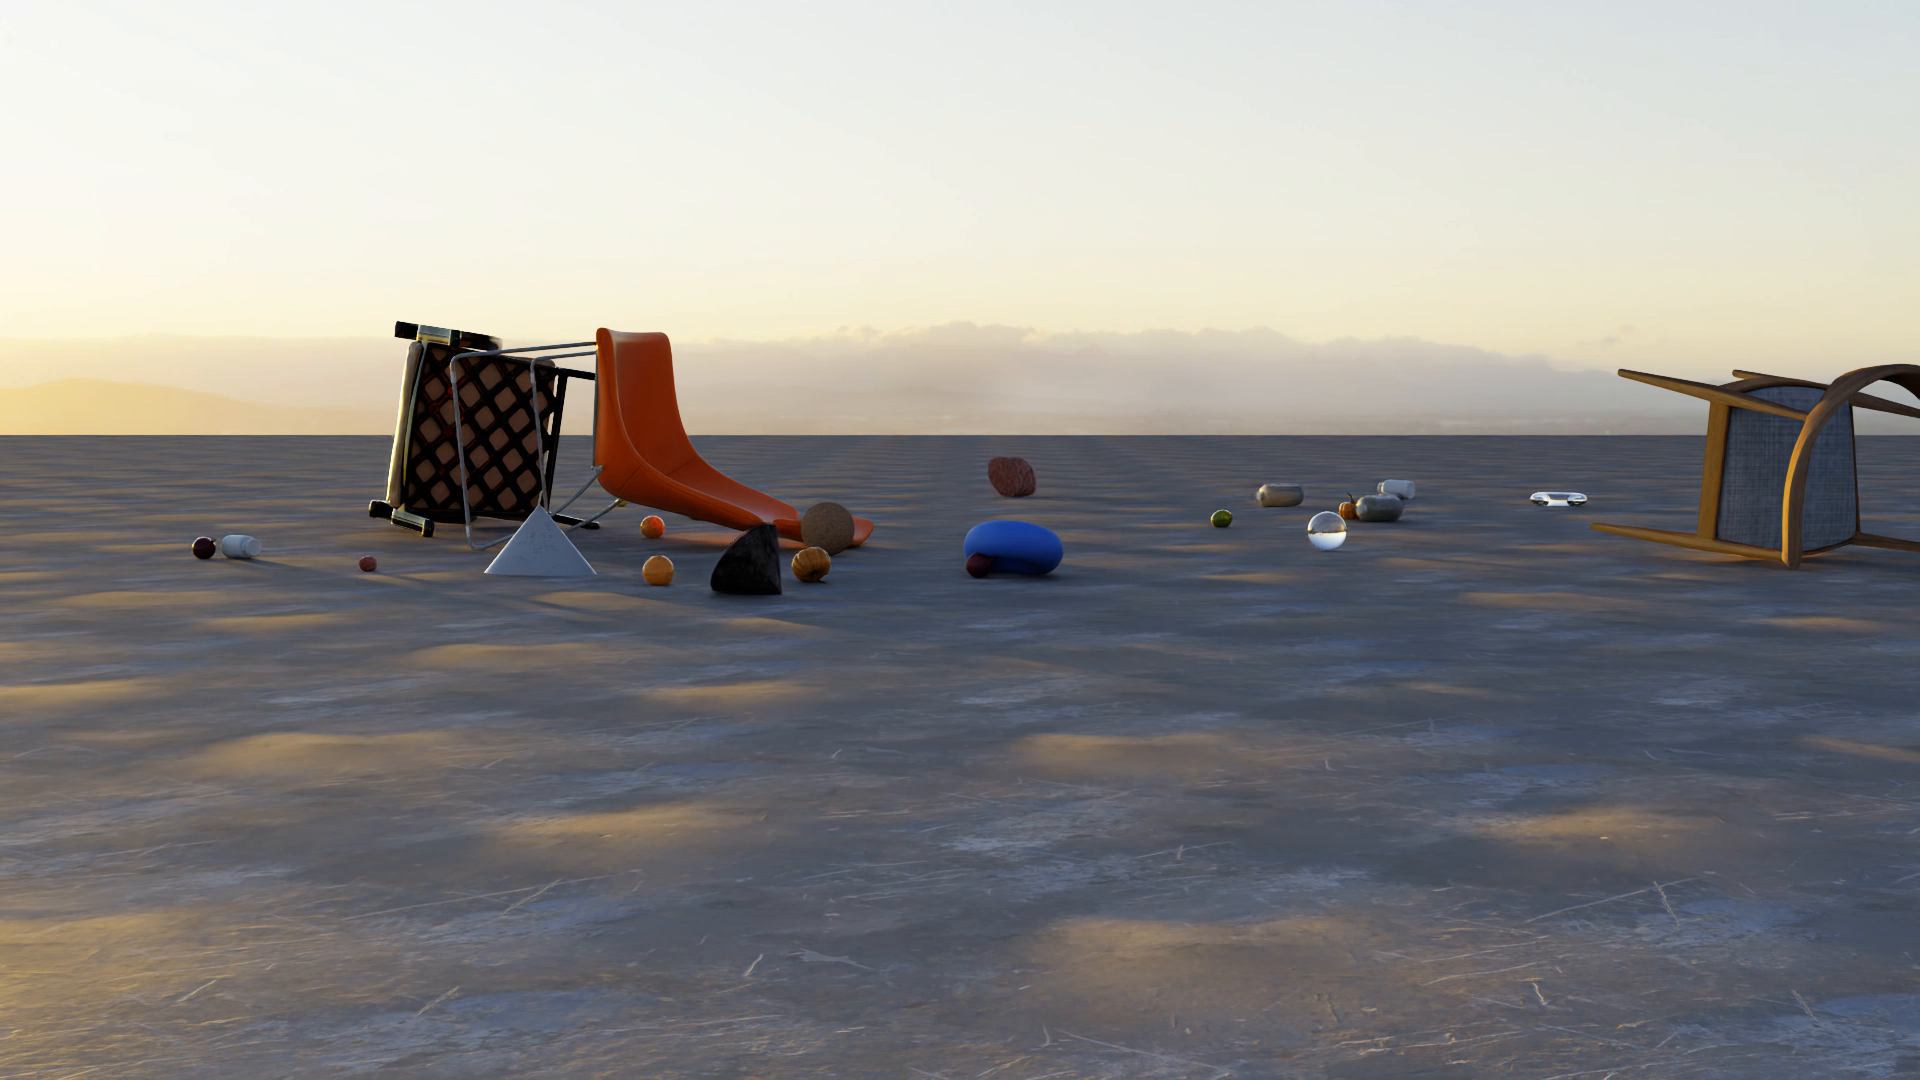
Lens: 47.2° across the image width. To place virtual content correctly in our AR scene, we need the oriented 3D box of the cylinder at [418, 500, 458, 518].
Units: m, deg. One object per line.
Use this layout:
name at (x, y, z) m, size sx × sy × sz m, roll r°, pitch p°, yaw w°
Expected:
cylinder at (-1.834, -0.110, 7.720) m, size 0.130 × 0.058 × 0.113 m, roll -3°, pitch 5°, yaw -15°

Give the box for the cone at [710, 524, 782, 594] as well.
cone at (-0.432, 0.080, 4.819) m, size 0.121 × 0.194 × 0.232 m, roll 43°, pitch -4°, yaw 15°

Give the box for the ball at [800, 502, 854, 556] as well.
ball at (-0.355, -0.030, 5.915) m, size 0.146 × 0.146 × 0.146 m, roll 0°, pitch 4°, yaw 0°

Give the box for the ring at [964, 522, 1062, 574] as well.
ring at (0.128, 0.021, 5.301) m, size 0.225 × 0.090 × 0.297 m, roll 17°, pitch -15°, yaw -24°

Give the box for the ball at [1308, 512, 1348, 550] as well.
ball at (1.019, -0.024, 6.105) m, size 0.109 × 0.109 × 0.109 m, roll 0°, pitch 4°, yaw 0°

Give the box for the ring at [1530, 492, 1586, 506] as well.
ring at (2.309, -0.157, 8.484) m, size 0.213 × 0.049 × 0.207 m, roll 1°, pitch 3°, yaw 12°

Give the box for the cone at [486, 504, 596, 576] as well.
cone at (-1.024, -0.004, 5.360) m, size 0.291 × 0.170 × 0.128 m, roll 1°, pitch 4°, yaw 14°

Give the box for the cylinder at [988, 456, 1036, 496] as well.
cylinder at (0.218, -0.266, 9.206) m, size 0.137 × 0.191 × 0.122 m, roll -48°, pitch -23°, yaw 28°
